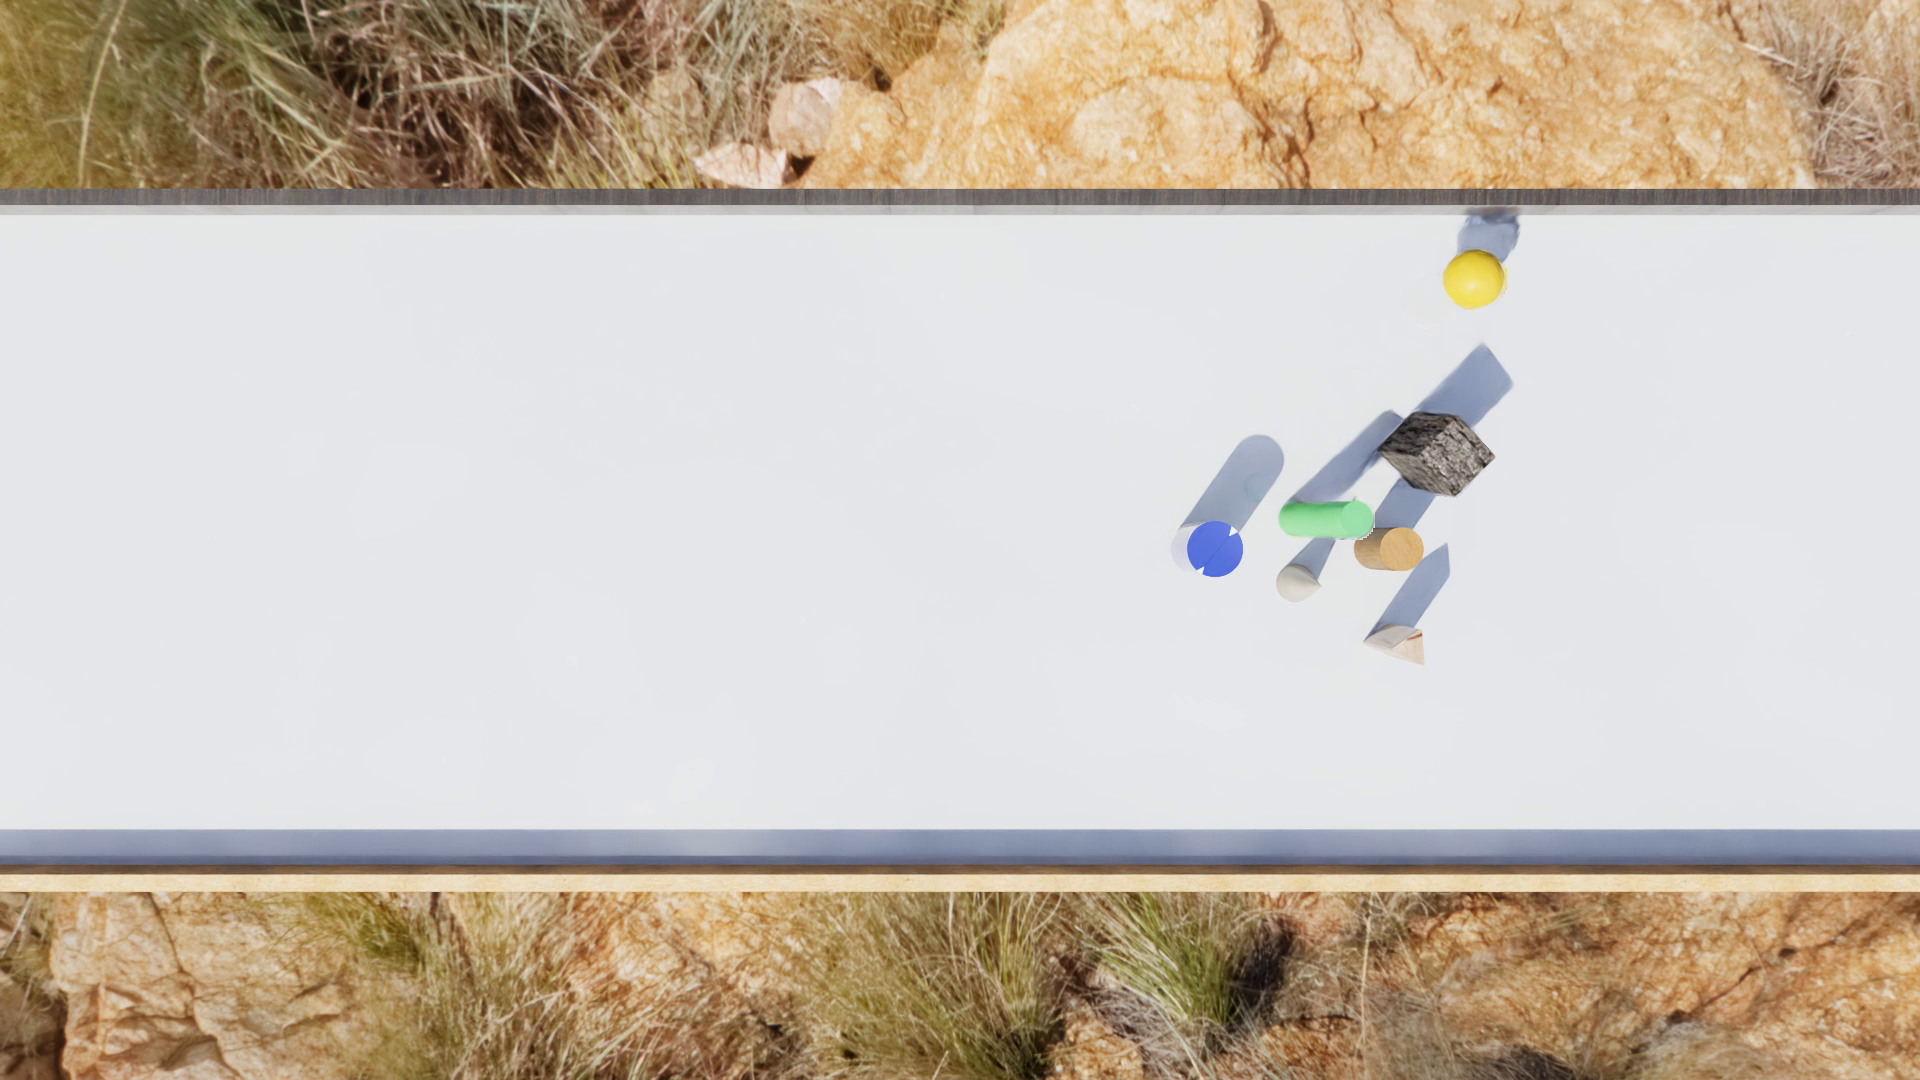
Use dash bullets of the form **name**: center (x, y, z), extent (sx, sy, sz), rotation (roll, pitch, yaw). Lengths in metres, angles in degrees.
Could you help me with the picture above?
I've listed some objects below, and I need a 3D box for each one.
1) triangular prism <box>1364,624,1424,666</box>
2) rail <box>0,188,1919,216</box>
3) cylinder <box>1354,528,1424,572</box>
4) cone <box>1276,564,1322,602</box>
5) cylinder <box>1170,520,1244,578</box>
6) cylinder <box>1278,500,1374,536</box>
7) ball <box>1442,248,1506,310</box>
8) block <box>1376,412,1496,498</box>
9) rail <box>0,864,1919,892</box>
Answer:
- **triangular prism**: center (1.306, 0.297, 4.907), extent (0.104, 0.338, 0.090), rotation (25, 90, 0)
- **rail**: center (-2.247, -1.025, 5.002), extent (12.000, 0.150, 0.050), rotation (0, 90, 0)
- **cylinder**: center (1.275, 0.027, 4.918), extent (0.128, 0.317, 0.128), rotation (0, 90, 0)
- **cone**: center (1.032, 0.132, 4.889), extent (0.119, 0.375, 0.119), rotation (0, 90, 0)
- **cylinder**: center (0.729, 0.026, 4.893), extent (0.162, 0.367, 0.162), rotation (0, 90, 0)
- **cylinder**: center (1.076, -0.062, 4.875), extent (0.104, 0.389, 0.104), rotation (0, 91, -16)
- **ball**: center (1.510, -0.766, 4.850), extent (0.177, 0.177, 0.177), rotation (0, 90, 0)
- **block**: center (1.411, -0.259, 4.902), extent (0.166, 0.326, 0.166), rotation (-45, 99, 0)
- **rail**: center (-2.247, 1.025, 5.001), extent (12.000, 0.150, 0.050), rotation (0, 90, 0)
